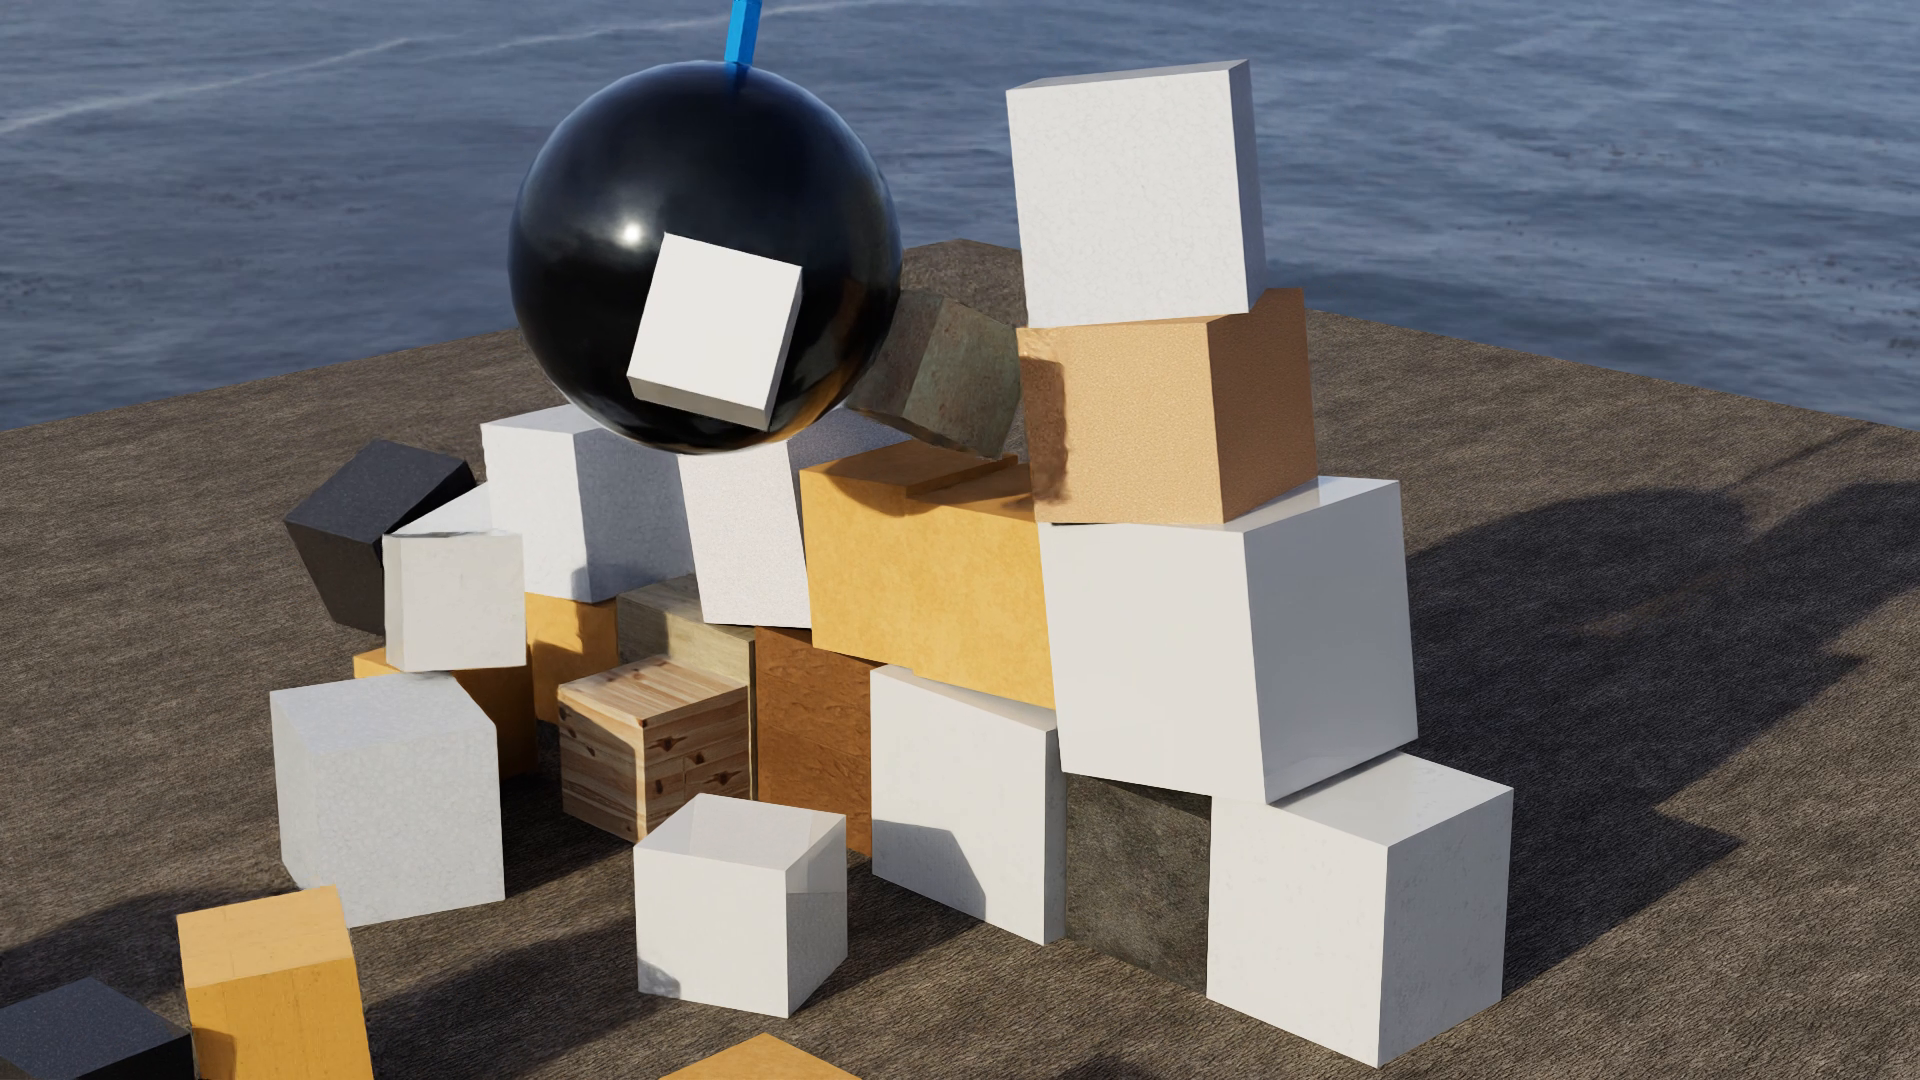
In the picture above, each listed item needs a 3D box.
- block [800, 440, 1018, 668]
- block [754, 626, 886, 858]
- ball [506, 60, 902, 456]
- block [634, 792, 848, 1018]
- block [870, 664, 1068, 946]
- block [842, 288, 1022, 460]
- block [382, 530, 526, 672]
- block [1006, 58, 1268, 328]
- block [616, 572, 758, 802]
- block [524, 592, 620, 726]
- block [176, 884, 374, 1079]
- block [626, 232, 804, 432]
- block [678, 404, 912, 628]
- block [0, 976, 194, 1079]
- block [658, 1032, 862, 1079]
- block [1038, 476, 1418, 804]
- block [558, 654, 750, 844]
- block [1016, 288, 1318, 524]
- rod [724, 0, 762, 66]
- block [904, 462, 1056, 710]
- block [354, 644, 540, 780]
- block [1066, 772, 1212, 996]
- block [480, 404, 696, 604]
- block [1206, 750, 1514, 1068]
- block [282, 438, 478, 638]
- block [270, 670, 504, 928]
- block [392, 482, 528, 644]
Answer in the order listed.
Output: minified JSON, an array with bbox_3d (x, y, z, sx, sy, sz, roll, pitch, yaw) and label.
[{"bbox_3d":[-0.209,0.053,13.506,0.689,0.843,0.726,10,19,43],"label":"block"},{"bbox_3d":[-0.365,0.870,13.993,0.920,0.951,0.795,17,24,42],"label":"block"},{"bbox_3d":[-1.032,-1.140,11.902,1.600,1.600,1.600,0,17,0],"label":"ball"},{"bbox_3d":[-0.917,1.531,12.372,0.686,0.660,0.626,7,19,20],"label":"block"},{"bbox_3d":[0.346,1.064,13.300,1.081,0.995,1.034,17,24,42],"label":"block"},{"bbox_3d":[-0.095,-0.725,12.672,0.576,0.543,0.476,23,-5,-39],"label":"block"},{"bbox_3d":[-2.372,0.279,13.741,0.563,0.610,0.548,-2,3,-20],"label":"block"},{"bbox_3d":[0.741,-1.426,12.014,0.889,0.957,0.772,-3,12,13],"label":"block"},{"bbox_3d":[-1.034,0.697,14.670,0.995,0.873,0.906,17,24,42],"label":"block"},{"bbox_3d":[-1.688,0.558,15.304,0.833,0.697,0.762,-17,19,-42],"label":"block"},{"bbox_3d":[-2.601,1.839,11.186,0.610,0.737,0.677,-10,19,-15],"label":"block"},{"bbox_3d":[-0.889,-0.756,10.729,0.506,0.541,0.433,14,-8,0],"label":"block"},{"bbox_3d":[-0.749,-0.154,14.066,0.796,0.970,0.789,1,13,45],"label":"block"},{"bbox_3d":[-3.231,2.069,10.752,0.681,0.605,0.565,16,23,41],"label":"block"},{"bbox_3d":[-0.694,2.297,9.678,0.904,0.814,0.964,16,24,42],"label":"block"},{"bbox_3d":[1.124,0.367,12.265,1.096,1.106,1.033,5,16,44],"label":"block"},{"bbox_3d":[-1.465,1.003,14.069,0.639,0.650,0.643,17,24,42],"label":"block"},{"bbox_3d":[0.872,-0.565,12.156,0.851,0.806,0.948,1,13,30],"label":"block"},{"bbox_3d":[-0.447,-4.461,11.471,0.080,5.200,0.080,17,10,42],"label":"rod"},{"bbox_3d":[0.378,0.188,12.967,0.911,0.816,0.801,11,20,43],"label":"block"},{"bbox_3d":[-2.540,0.854,14.522,0.550,0.645,0.664,13,22,41],"label":"block"},{"bbox_3d":[1.034,1.359,12.703,0.819,0.789,0.803,-17,24,-42],"label":"block"},{"bbox_3d":[-1.852,-0.233,15.239,0.766,0.870,0.886,7,18,44],"label":"block"},{"bbox_3d":[1.644,1.462,12.101,0.887,0.954,0.847,17,24,42],"label":"block"},{"bbox_3d":[-3.181,0.012,16.620,0.756,0.758,0.779,13,46,37],"label":"block"},{"bbox_3d":[-2.597,1.155,13.275,0.814,0.837,0.858,-8,19,-24],"label":"block"},{"bbox_3d":[-2.471,0.218,16.049,0.783,0.788,0.776,-32,33,-34],"label":"block"}]
